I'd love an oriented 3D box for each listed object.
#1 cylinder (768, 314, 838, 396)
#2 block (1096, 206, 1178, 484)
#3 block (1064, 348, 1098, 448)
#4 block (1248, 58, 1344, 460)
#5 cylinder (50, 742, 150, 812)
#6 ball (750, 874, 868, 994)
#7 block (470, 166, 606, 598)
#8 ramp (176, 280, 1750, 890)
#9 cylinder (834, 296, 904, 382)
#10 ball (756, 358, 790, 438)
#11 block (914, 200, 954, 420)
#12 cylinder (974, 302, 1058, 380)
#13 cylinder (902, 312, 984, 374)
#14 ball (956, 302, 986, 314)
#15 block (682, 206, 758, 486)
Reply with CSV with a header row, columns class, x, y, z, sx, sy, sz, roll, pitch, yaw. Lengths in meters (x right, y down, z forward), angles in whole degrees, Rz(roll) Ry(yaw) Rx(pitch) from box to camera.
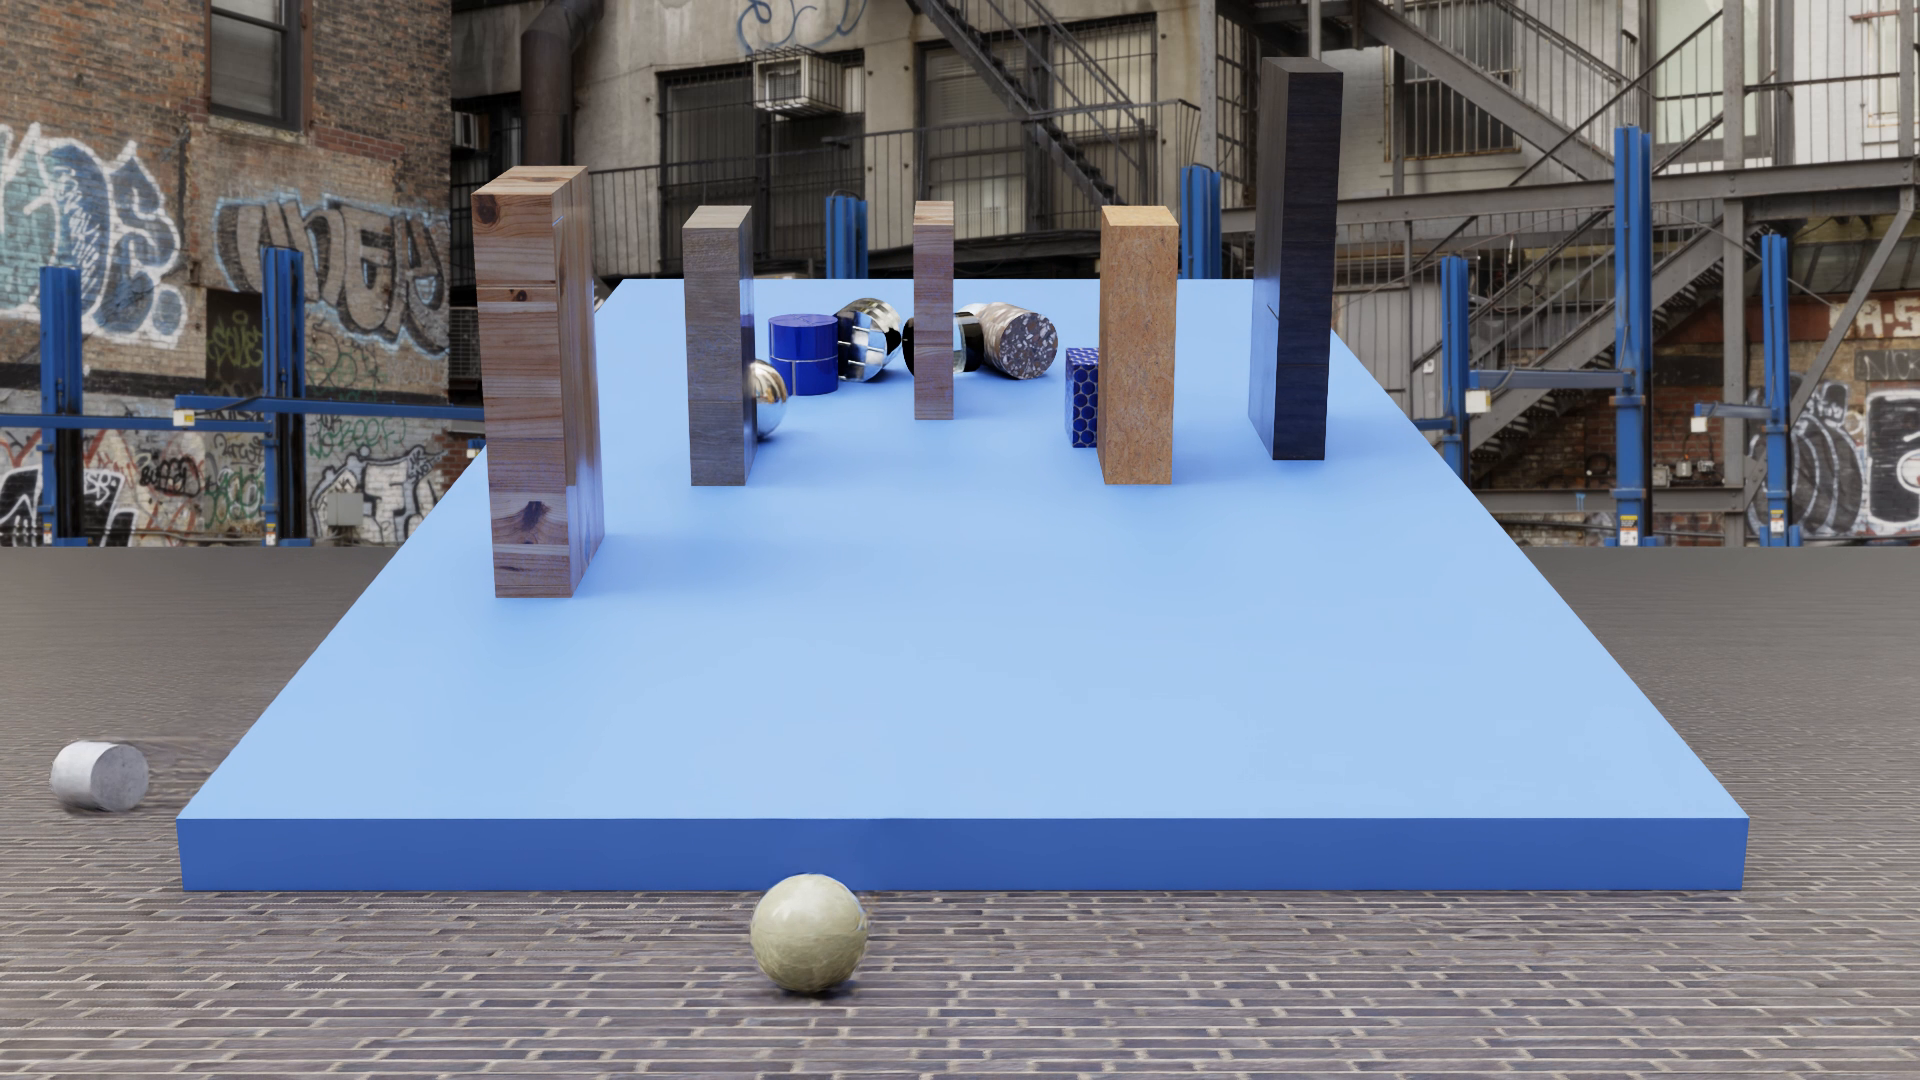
class,x,y,z,sx,sy,sz,roll,pitch,yaw
cylinder,-0.367,-0.435,5.187,0.163,0.163,0.163,0,17,0
block,0.352,-0.394,4.435,0.131,0.513,0.270,0,17,0
block,0.322,-0.306,4.728,0.178,0.178,0.178,-1,17,-3
block,0.697,-0.597,4.642,0.107,0.785,0.396,0,17,0
cylinder,-1.433,0.394,3.692,0.111,0.111,0.111,0,0,35
ball,-0.150,0.391,2.202,0.117,0.117,0.117,0,0,0
block,-0.709,-0.277,3.763,0.126,0.668,0.370,0,17,0
ramp,-0.002,-0.167,4.746,2.000,0.100,4.000,0,17,0
cylinder,-0.239,-0.482,5.329,0.174,0.174,0.174,0,20,16
ball,-0.452,-0.301,4.712,0.176,0.176,0.176,0,0,0
block,-0.058,-0.527,5.027,0.087,0.432,0.380,0,17,0
cylinder,0.126,-0.483,5.356,0.162,0.162,0.162,0,15,-29
cylinder,-0.042,-0.472,5.345,0.147,0.147,0.147,-6,3,-29
ball,0.045,-0.514,5.483,0.146,0.146,0.146,0,0,0
block,-0.477,-0.394,4.437,0.107,0.510,0.299,0,17,0
